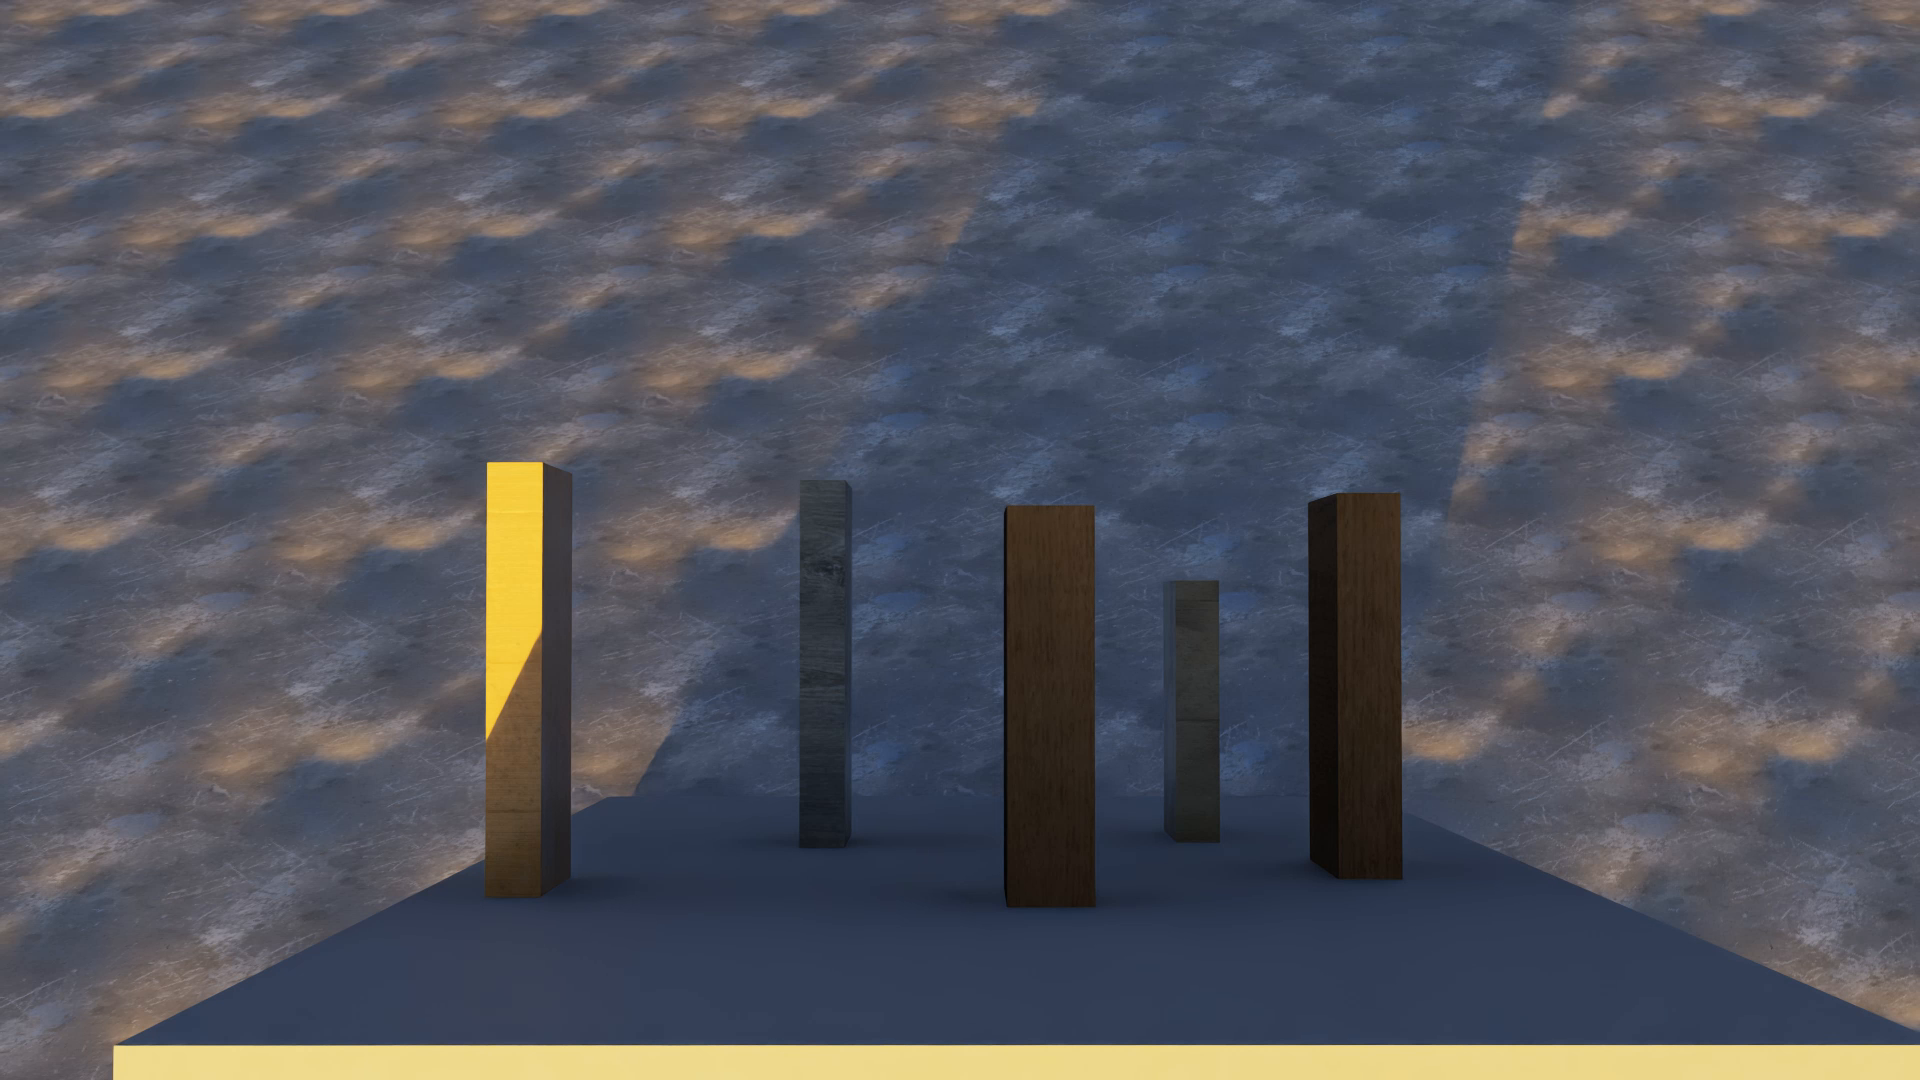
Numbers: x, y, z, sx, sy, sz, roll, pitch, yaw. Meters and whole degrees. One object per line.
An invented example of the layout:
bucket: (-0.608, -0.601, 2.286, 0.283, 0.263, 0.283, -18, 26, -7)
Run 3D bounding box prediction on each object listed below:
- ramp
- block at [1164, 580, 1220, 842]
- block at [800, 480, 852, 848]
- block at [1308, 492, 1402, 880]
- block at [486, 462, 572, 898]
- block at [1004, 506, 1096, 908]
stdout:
ramp: (0.077, 0.663, 4.829, 2.000, 0.100, 4.000, 0, -2, 0)
block: (0.496, 0.363, 5.585, 0.091, 0.546, 0.327, 0, -2, 0)
block: (-0.281, 0.257, 5.469, 0.093, 0.750, 0.332, 0, -2, 0)
block: (0.734, 0.267, 4.847, 0.114, 0.692, 0.387, 0, -2, 0)
block: (-0.749, 0.239, 4.527, 0.093, 0.729, 0.337, 0, -2, 0)
block: (0.147, 0.273, 4.363, 0.142, 0.649, 0.316, 0, -2, 0)
